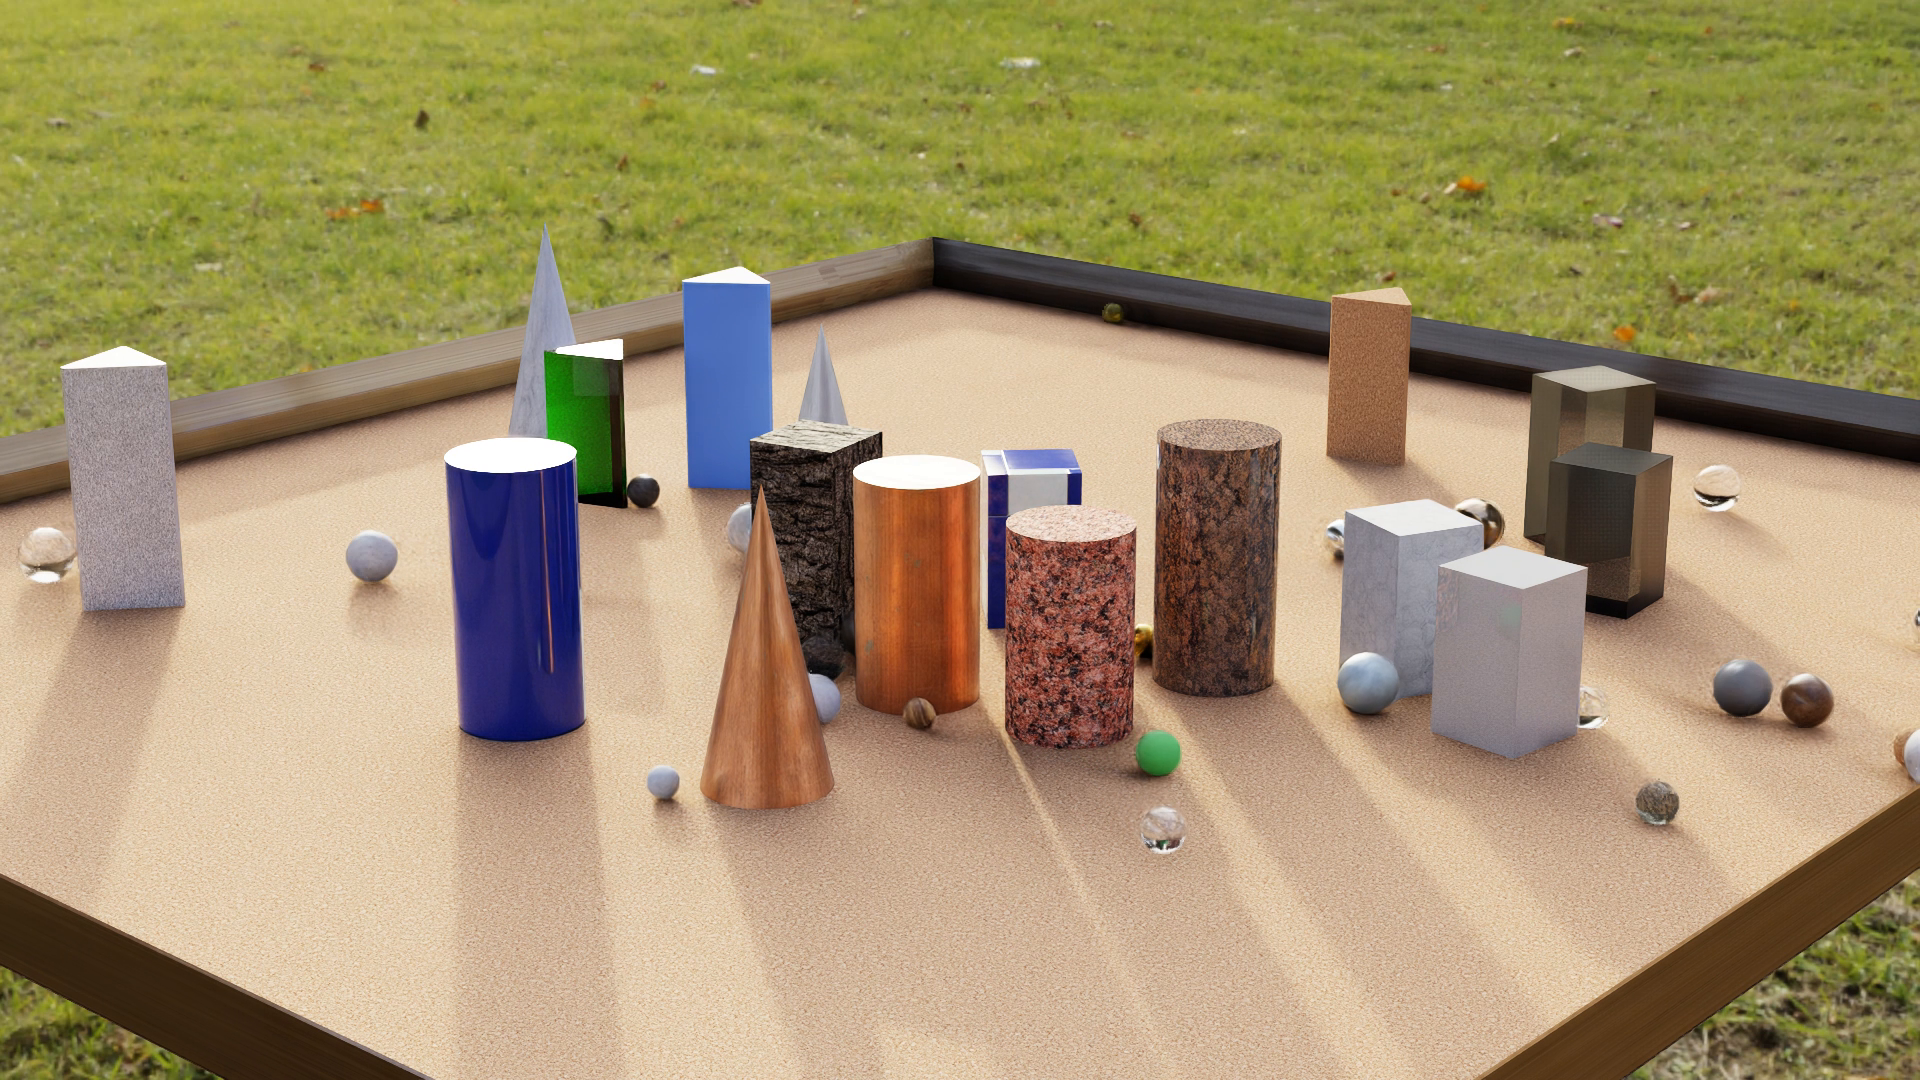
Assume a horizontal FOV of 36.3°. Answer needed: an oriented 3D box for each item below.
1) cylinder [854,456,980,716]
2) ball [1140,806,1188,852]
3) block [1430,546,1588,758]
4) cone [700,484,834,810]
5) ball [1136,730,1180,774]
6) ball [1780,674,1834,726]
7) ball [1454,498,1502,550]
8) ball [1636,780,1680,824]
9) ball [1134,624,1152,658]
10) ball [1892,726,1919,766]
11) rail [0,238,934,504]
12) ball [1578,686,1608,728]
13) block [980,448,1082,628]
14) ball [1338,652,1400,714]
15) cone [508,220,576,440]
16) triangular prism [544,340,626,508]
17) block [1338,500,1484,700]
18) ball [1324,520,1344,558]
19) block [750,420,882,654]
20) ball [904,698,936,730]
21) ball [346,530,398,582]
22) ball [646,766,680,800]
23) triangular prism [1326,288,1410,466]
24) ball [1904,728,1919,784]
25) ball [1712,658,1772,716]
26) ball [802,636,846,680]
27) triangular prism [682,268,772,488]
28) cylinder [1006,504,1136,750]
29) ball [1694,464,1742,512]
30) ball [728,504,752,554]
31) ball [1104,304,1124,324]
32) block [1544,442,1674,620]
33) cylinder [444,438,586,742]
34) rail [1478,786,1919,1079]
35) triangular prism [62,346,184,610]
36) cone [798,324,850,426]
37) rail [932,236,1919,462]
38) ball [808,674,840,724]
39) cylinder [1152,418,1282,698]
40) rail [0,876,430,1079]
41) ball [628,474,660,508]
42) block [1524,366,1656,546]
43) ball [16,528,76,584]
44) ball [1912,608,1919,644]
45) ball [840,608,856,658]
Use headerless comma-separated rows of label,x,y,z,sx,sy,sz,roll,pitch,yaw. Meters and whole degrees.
cylinder,-0.067,0.070,4.586,0.197,0.366,0.197,0,17,0
ball,0.280,0.397,4.023,0.065,0.065,0.065,0,17,0
block,0.830,0.167,4.437,0.157,0.265,0.157,-15,22,-40
cone,-0.281,0.137,4.206,0.197,0.456,0.197,0,17,0
ball,0.290,0.312,4.303,0.066,0.066,0.066,0,17,0
ball,1.299,0.246,4.496,0.081,0.081,0.081,0,17,0
ball,0.945,-0.028,5.372,0.098,0.098,0.098,0,17,0
ball,0.981,0.369,4.122,0.061,0.061,0.061,0,17,0
ball,0.304,0.166,4.803,0.057,0.057,0.057,0,17,0
ball,1.409,0.306,4.323,0.065,0.065,0.065,0,17,0
rail,-1.326,-0.300,6.222,0.045,0.128,3.881,14,22,39
ball,0.959,0.255,4.489,0.066,0.066,0.066,0,17,0
block,0.120,-0.003,4.995,0.157,0.270,0.157,-1,17,-4
ball,0.634,0.222,4.550,0.095,0.095,0.095,0,17,0
cone,-0.850,-0.431,6.072,0.197,0.467,0.197,0,17,0
triangular prism,-0.693,-0.231,5.707,0.170,0.295,0.147,7,18,22
block,0.718,0.093,4.677,0.157,0.269,0.157,-8,18,-24
ball,0.696,-0.003,5.341,0.069,0.069,0.069,0,17,0
block,-0.235,-0.002,4.847,0.157,0.352,0.157,9,19,29
ball,-0.062,0.266,4.486,0.048,0.048,0.048,0,17,0
ball,-1.043,0.029,5.197,0.091,0.091,0.091,0,17,0
ball,-0.426,0.348,4.213,0.048,0.048,0.048,0,17,0
triangular prism,0.863,-0.340,6.003,0.170,0.333,0.147,10,19,29
ball,1.417,0.313,4.242,0.097,0.097,0.097,0,17,0
ball,1.211,0.229,4.537,0.090,0.090,0.090,0,17,0
ball,-0.221,0.191,4.683,0.078,0.078,0.078,0,17,0
triangular prism,-0.445,-0.322,5.800,0.170,0.414,0.147,2,17,6
cylinder,0.167,0.130,4.454,0.197,0.326,0.197,0,17,0
ball,1.454,-0.099,5.626,0.089,0.089,0.089,0,17,0
ball,-0.376,-0.019,5.346,0.097,0.097,0.097,0,17,0
ball,0.380,-0.557,7.211,0.050,0.050,0.050,0,17,0
block,1.119,-0.018,5.069,0.157,0.255,0.157,12,20,34
cylinder,-0.675,0.075,4.467,0.197,0.424,0.197,0,17,0
rail,1.326,0.364,4.018,0.045,0.128,3.881,14,22,39
triangular prism,-1.438,-0.109,5.071,0.170,0.428,0.147,-3,17,-9
cone,-0.257,-0.216,5.491,0.197,0.390,0.197,0,17,0
rail,1.257,-0.386,6.506,3.559,0.128,0.045,14,22,39
ball,-0.223,0.244,4.506,0.077,0.077,0.077,0,17,0
cylinder,0.407,0.027,4.662,0.197,0.403,0.197,0,17,0
rail,-1.257,0.450,3.734,3.559,0.128,0.045,14,22,39
ball,-0.610,-0.095,5.656,0.064,0.064,0.064,0,17,0
block,1.156,-0.145,5.392,0.157,0.312,0.157,-8,19,-26
ball,-1.618,0.027,5.191,0.098,0.098,0.098,0,17,0
ball,1.613,0.142,4.831,0.086,0.086,0.086,0,17,0
ball,-0.147,0.150,4.788,0.096,0.096,0.096,0,17,0
